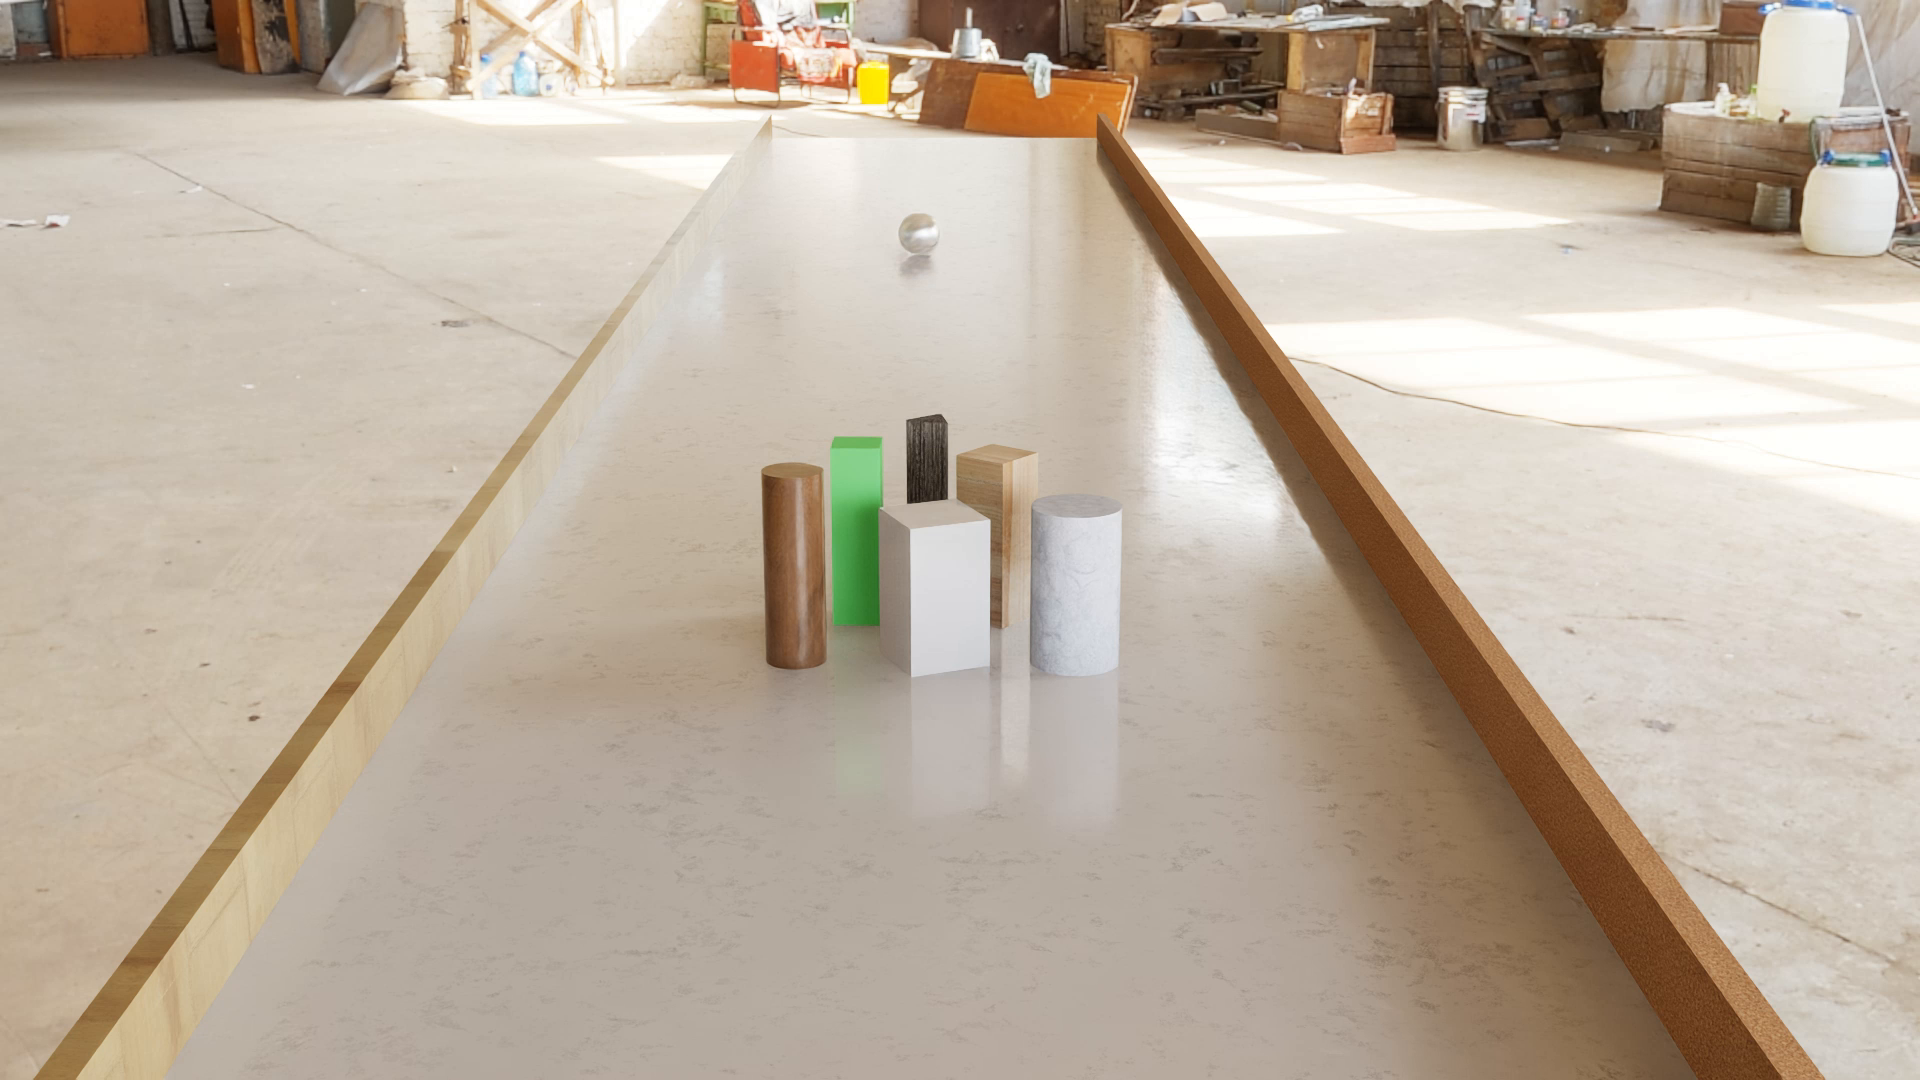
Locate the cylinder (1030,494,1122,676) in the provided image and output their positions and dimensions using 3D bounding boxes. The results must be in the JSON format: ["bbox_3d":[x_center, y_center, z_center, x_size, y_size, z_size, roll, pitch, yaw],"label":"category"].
[{"bbox_3d":[0.230,0.087,4.367,0.180,0.323,0.180,0,17,0],"label":"cylinder"}]

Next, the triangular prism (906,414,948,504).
[{"bbox_3d":[-0.058,-0.094,4.902,0.096,0.366,0.084,6,18,20],"label":"triangular prism"}]

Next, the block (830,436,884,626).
[{"bbox_3d":[-0.214,-0.019,4.618,0.101,0.383,0.101,0,17,2],"label":"block"}]

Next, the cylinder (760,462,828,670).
[{"bbox_3d":[-0.329,0.051,4.364,0.123,0.393,0.123,0,17,0],"label":"cylinder"}]

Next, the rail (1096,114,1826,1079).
[{"bbox_3d":[0.932,-0.844,7.801,0.050,0.150,12.000,0,17,-1],"label":"rail"}]

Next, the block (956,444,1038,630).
[{"bbox_3d":[0.078,-0.009,4.629,0.122,0.357,0.122,13,21,36],"label":"block"}]

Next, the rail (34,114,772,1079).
[{"bbox_3d":[-1.118,-0.838,7.780,0.050,0.150,12.000,0,17,-1],"label":"rail"}]

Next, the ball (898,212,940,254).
[{"bbox_3d":[-0.171,-1.288,9.247,0.177,0.177,0.177,0,17,0],"label":"ball"}]

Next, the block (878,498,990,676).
[{"bbox_3d":[-0.052,0.093,4.384,0.169,0.303,0.169,-7,18,-22],"label":"block"}]
